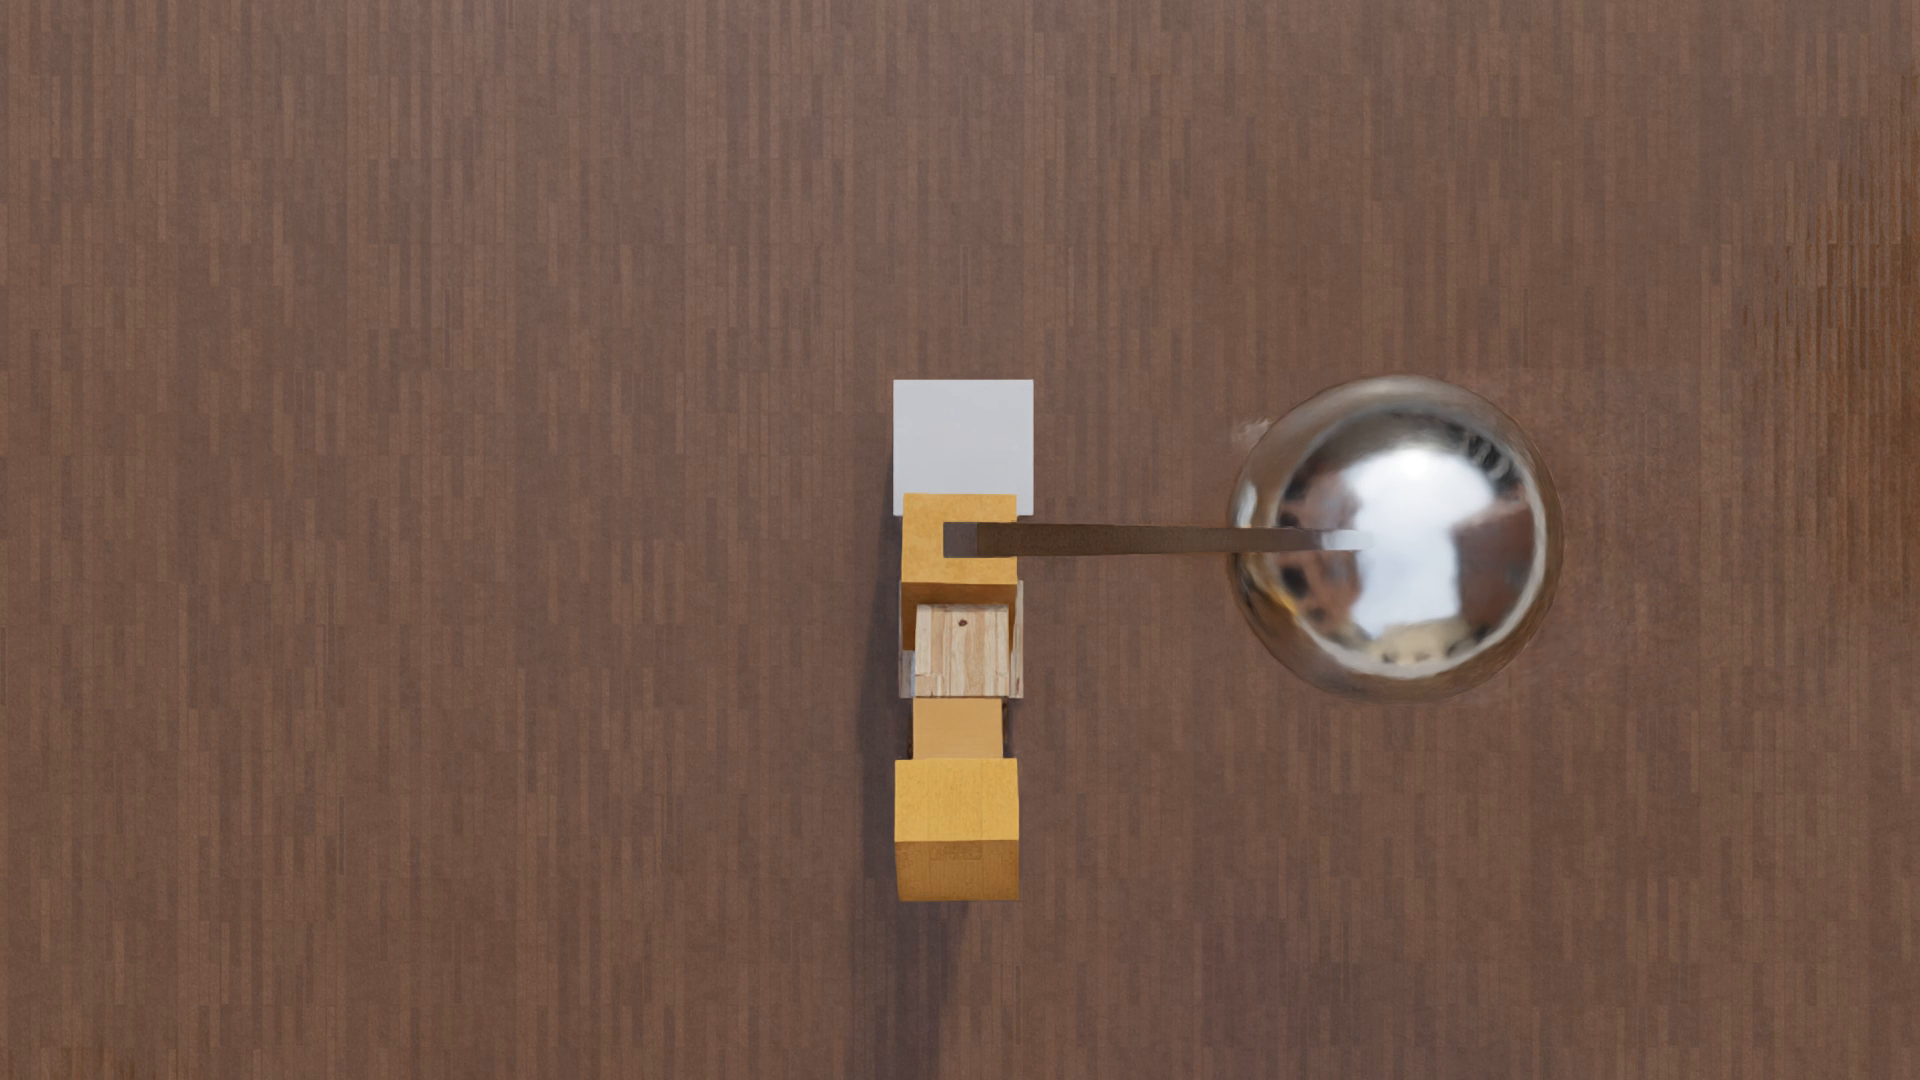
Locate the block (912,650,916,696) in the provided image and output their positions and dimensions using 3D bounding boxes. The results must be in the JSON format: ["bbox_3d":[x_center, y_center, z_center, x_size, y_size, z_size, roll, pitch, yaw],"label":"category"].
[{"bbox_3d":[-0.013,0.600,12.014,0.484,0.592,0.476,1,90,0],"label":"block"}]

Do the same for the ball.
[{"bbox_3d":[2.074,0.000,10.544,1.600,1.600,1.600,0,90,0],"label":"ball"}]

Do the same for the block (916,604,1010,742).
[{"bbox_3d":[0.011,0.680,11.203,0.465,0.478,0.531,0,56,0],"label":"block"}]

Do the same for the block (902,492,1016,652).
[{"bbox_3d":[-0.007,0.173,11.436,0.579,0.681,0.540,1,57,0],"label":"block"}]

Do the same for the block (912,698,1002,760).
[{"bbox_3d":[-0.011,1.072,10.889,0.433,0.414,0.416,0,49,0],"label":"block"}]

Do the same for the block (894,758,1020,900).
[{"bbox_3d":[-0.011,1.394,10.582,0.581,0.525,0.463,-1,49,1],"label":"block"}]

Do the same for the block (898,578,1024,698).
[{"bbox_3d":[0.006,0.554,12.655,0.697,0.690,0.657,0,90,0],"label":"block"}]

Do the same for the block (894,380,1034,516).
[{"bbox_3d":[0.018,-0.483,11.870,0.728,0.794,0.706,0,90,0],"label":"block"}]

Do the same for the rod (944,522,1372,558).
[{"bbox_3d":[0.899,0.000,7.353,0.080,5.200,0.080,0,90,20],"label":"rod"}]
